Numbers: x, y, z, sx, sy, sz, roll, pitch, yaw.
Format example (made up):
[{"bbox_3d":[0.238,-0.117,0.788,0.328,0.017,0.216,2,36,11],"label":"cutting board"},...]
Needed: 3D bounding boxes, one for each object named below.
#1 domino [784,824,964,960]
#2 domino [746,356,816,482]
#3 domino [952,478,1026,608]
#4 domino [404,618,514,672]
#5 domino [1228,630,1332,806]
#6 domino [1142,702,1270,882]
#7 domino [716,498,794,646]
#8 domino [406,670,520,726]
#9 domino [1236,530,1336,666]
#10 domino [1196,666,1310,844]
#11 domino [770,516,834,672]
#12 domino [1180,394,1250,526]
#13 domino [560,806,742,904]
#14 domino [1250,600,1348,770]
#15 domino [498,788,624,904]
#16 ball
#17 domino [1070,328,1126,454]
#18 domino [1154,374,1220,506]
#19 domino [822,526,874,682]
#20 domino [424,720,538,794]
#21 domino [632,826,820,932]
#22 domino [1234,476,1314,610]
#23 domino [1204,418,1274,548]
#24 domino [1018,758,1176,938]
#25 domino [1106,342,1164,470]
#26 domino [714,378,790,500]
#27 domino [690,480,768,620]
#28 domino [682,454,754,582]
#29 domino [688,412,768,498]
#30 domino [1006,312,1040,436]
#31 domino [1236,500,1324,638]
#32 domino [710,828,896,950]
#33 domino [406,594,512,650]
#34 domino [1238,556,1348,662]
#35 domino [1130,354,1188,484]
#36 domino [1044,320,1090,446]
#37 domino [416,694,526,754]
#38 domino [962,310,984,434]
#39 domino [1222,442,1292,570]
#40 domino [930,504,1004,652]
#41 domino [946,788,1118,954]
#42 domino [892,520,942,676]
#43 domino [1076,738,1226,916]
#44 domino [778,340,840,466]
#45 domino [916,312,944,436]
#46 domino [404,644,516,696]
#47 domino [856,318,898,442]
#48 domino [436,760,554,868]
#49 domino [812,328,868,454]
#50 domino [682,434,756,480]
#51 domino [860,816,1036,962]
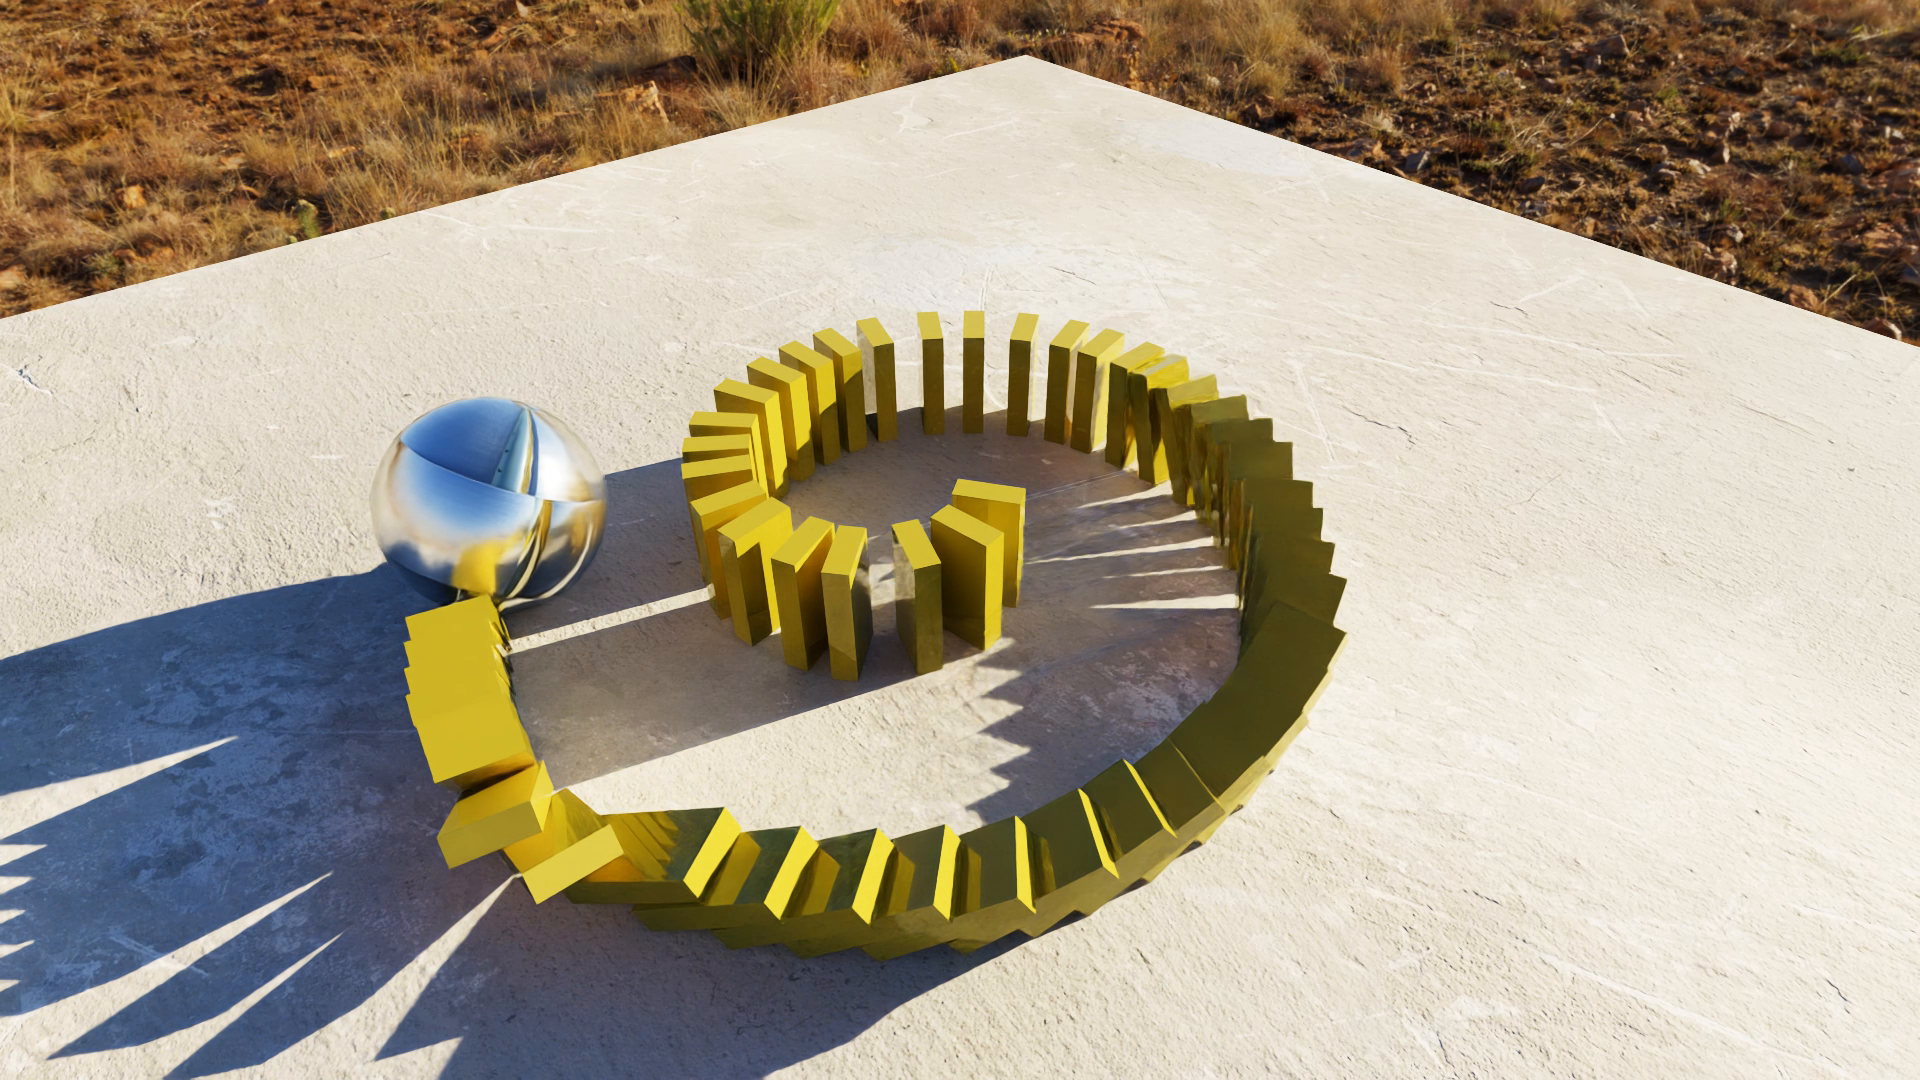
[{"bbox_3d":[-0.024,0.098,0.305,0.050,0.009,0.025,-22,33,24],"label":"domino"},{"bbox_3d":[-0.077,-0.052,0.475,0.025,0.050,0.009,25,46,27],"label":"domino"},{"bbox_3d":[0.010,0.002,0.409,0.025,0.050,0.010,9,40,11],"label":"domino"},{"bbox_3d":[-0.166,0.039,0.367,0.025,0.050,0.010,-17,79,-20],"label":"domino"},{"bbox_3d":[0.094,0.057,0.353,0.025,0.010,0.050,33,84,34],"label":"domino"},{"bbox_3d":[0.066,0.076,0.332,0.050,0.010,0.025,-44,49,-1],"label":"domino"},{"bbox_3d":[-0.071,0.012,0.397,0.010,0.050,0.025,29,47,30],"label":"domino"},{"bbox_3d":[-0.157,0.053,0.350,0.025,0.050,0.009,-17,79,-20],"label":"domino"},{"bbox_3d":[0.116,0.024,0.392,0.025,0.009,0.050,12,79,14],"label":"domino"},{"bbox_3d":[0.082,0.066,0.342,0.050,0.010,0.025,-49,52,-2],"label":"domino"},{"bbox_3d":[-0.053,0.019,0.388,0.009,0.050,0.025,17,42,19],"label":"domino"},{"bbox_3d":[0.108,-0.033,0.454,0.025,0.050,0.010,-11,7,-14],"label":"domino"},{"bbox_3d":[-0.090,0.091,0.316,0.050,0.009,0.025,-11,33,28],"label":"domino"},{"bbox_3d":[0.105,0.048,0.364,0.025,0.010,0.050,28,82,30],"label":"domino"},{"bbox_3d":[-0.118,0.087,0.318,0.025,0.010,0.050,-28,15,-29],"label":"domino"},{"bbox_3d":[-0.171,-0.012,0.403,0.080,0.080,0.080,0,39,0],"label":"ball"},{"bbox_3d":[0.061,-0.066,0.492,0.009,0.050,0.025,24,45,26],"label":"domino"},{"bbox_3d":[0.099,-0.042,0.464,0.025,0.050,0.010,-19,15,-22],"label":"domino"},{"bbox_3d":[-0.039,0.023,0.384,0.010,0.050,0.025,6,40,7],"label":"domino"},{"bbox_3d":[-0.144,0.067,0.334,0.025,0.050,0.010,-18,80,-21],"label":"domino"},{"bbox_3d":[-0.066,0.095,0.309,0.050,0.009,0.025,-14,31,30],"label":"domino"},{"bbox_3d":[0.119,0.002,0.417,0.025,0.009,0.050,5,80,6],"label":"domino"},{"bbox_3d":[0.114,-0.023,0.443,0.025,0.050,0.010,-5,1,-6],"label":"domino"},{"bbox_3d":[0.034,0.088,0.315,0.050,0.009,0.025,-38,45,8],"label":"domino"},{"bbox_3d":[0.077,-0.059,0.483,0.025,0.050,0.009,-32,46,-33],"label":"domino"},{"bbox_3d":[-0.087,-0.041,0.462,0.025,0.050,0.009,17,42,20],"label":"domino"},{"bbox_3d":[-0.082,0.004,0.406,0.025,0.050,0.010,-22,44,-25],"label":"domino"},{"bbox_3d":[-0.090,-0.008,0.421,0.025,0.050,0.009,-9,40,-11],"label":"domino"},{"bbox_3d":[-0.093,-0.028,0.446,0.025,0.050,0.010,3,39,4],"label":"domino"},{"bbox_3d":[0.029,-0.075,0.503,0.010,0.050,0.025,7,40,9],"label":"domino"},{"bbox_3d":[0.118,0.012,0.405,0.025,0.010,0.050,7,80,9],"label":"domino"},{"bbox_3d":[-0.043,0.097,0.305,0.050,0.010,0.025,-19,31,28],"label":"domino"},{"bbox_3d":[-0.170,0.032,0.376,0.025,0.050,0.010,-17,79,-20],"label":"domino"},{"bbox_3d":[0.113,0.034,0.379,0.025,0.009,0.050,19,81,19],"label":"domino"},{"bbox_3d":[0.088,-0.052,0.474,0.025,0.050,0.009,-27,32,-29],"label":"domino"},{"bbox_3d":[0.048,-0.071,0.498,0.009,0.050,0.025,17,42,19],"label":"domino"},{"bbox_3d":[-0.150,0.060,0.342,0.025,0.050,0.010,-18,80,-21],"label":"domino"},{"bbox_3d":[0.006,-0.077,0.505,0.009,0.050,0.025,1,39,1],"label":"domino"},{"bbox_3d":[0.117,-0.013,0.432,0.025,0.050,0.009,0,-1,-1],"label":"domino"},{"bbox_3d":[0.002,0.014,0.394,0.025,0.050,0.009,28,47,30],"label":"domino"},{"bbox_3d":[0.017,0.093,0.308,0.050,0.009,0.025,-31,42,14],"label":"domino"},{"bbox_3d":[-0.015,0.021,0.386,0.009,0.050,0.025,-13,41,-15],"label":"domino"},{"bbox_3d":[0.049,0.084,0.322,0.050,0.010,0.025,-38,45,3],"label":"domino"},{"bbox_3d":[-0.066,-0.060,0.485,0.025,0.050,0.009,32,49,33],"label":"domino"},{"bbox_3d":[-0.013,-0.076,0.504,0.010,0.050,0.025,-5,40,-6],"label":"domino"},{"bbox_3d":[-0.161,0.046,0.358,0.025,0.050,0.010,-17,79,-20],"label":"domino"},{"bbox_3d":[-0.038,-0.073,0.500,0.009,0.050,0.025,-14,41,-17],"label":"domino"},{"bbox_3d":[-0.135,0.079,0.323,0.025,0.009,0.050,-20,7,-15],"label":"domino"},{"bbox_3d":[-0.054,-0.067,0.493,0.009,0.050,0.025,-25,46,-27],"label":"domino"},{"bbox_3d":[-0.092,-0.018,0.433,0.025,0.050,0.009,-4,39,-4],"label":"domino"},{"bbox_3d":[-0.004,0.097,0.305,0.050,0.009,0.025,-25,36,21],"label":"domino"}]
